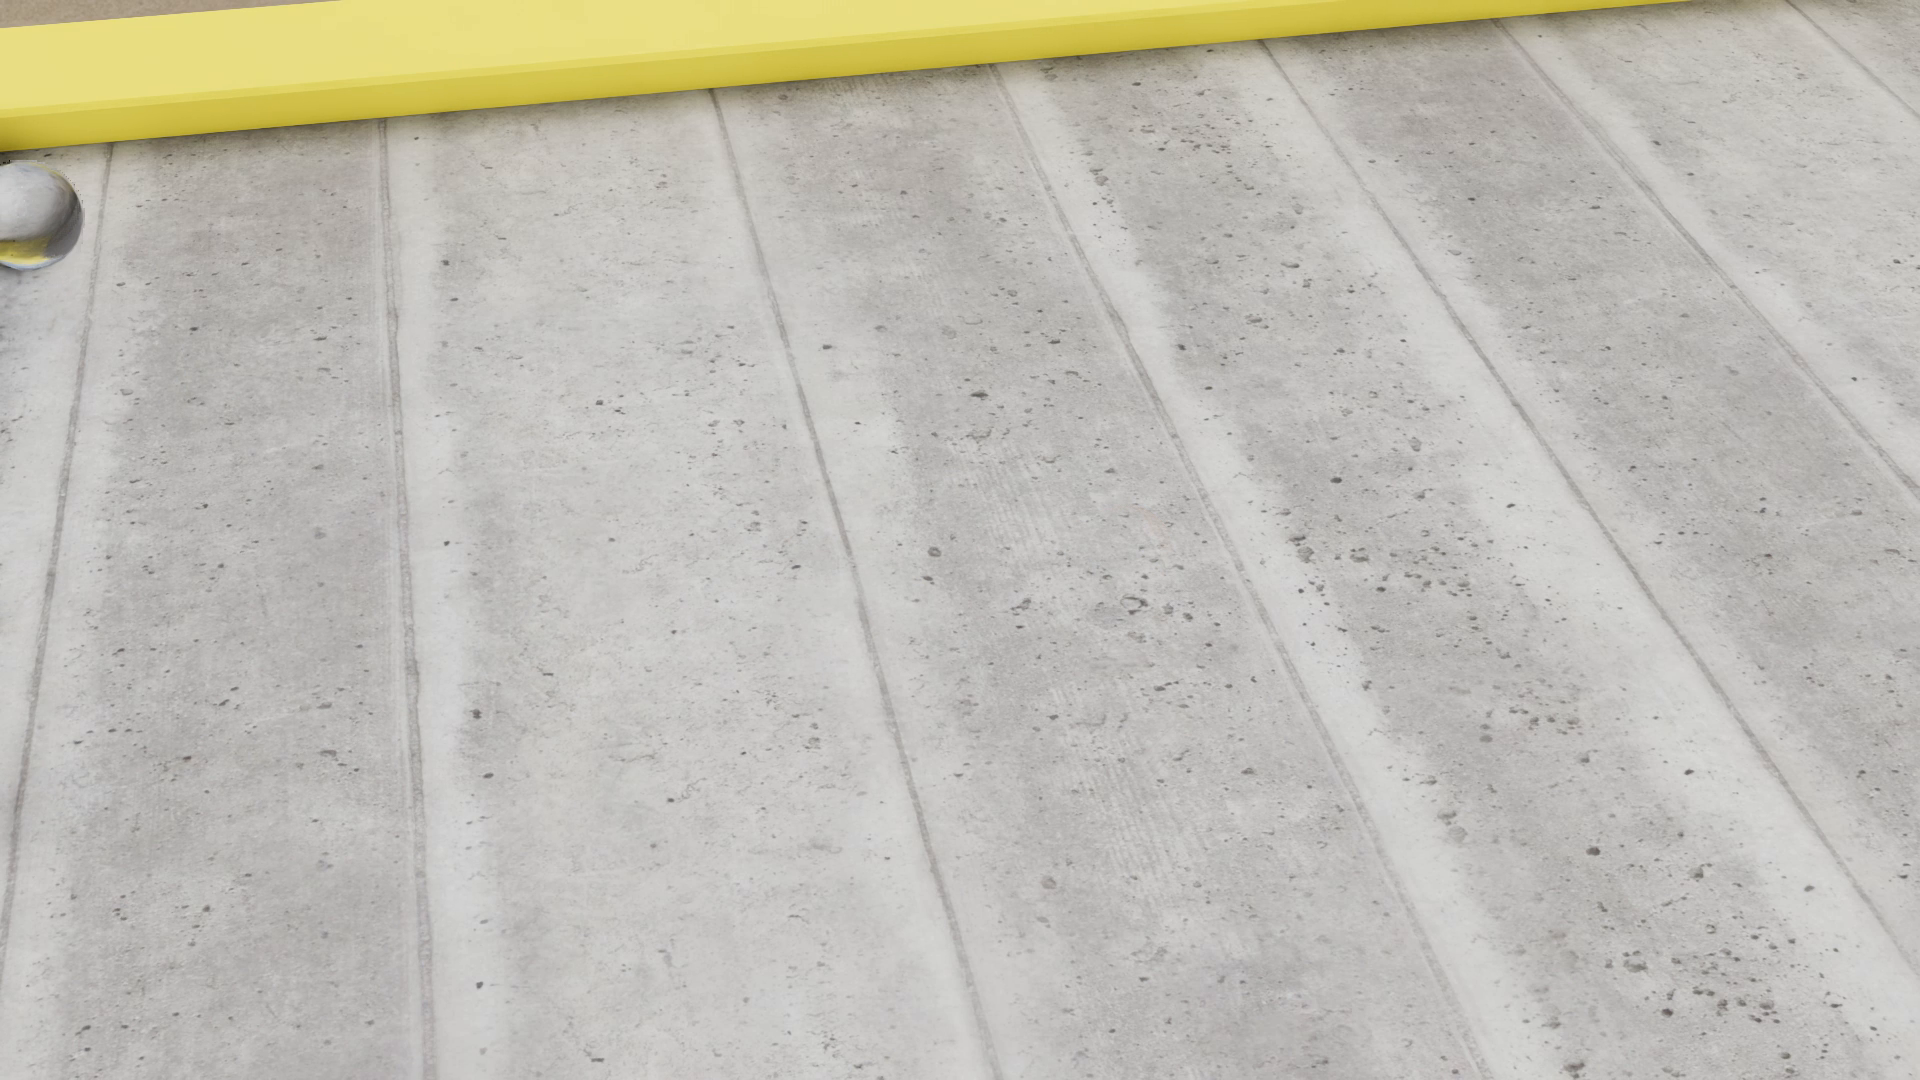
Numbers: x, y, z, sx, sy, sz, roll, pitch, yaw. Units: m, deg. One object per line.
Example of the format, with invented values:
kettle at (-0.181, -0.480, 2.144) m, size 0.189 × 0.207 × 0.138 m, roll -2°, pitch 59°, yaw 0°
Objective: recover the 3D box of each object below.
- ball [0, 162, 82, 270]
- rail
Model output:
ball at (-0.712, -0.247, 1.957) m, size 0.082 × 0.082 × 0.082 m, roll 0°, pitch 36°, yaw 0°
rail at (0.537, -0.515, 2.306) m, size 2.797 × 0.107 × 0.045 m, roll -7°, pitch 36°, yaw -9°
